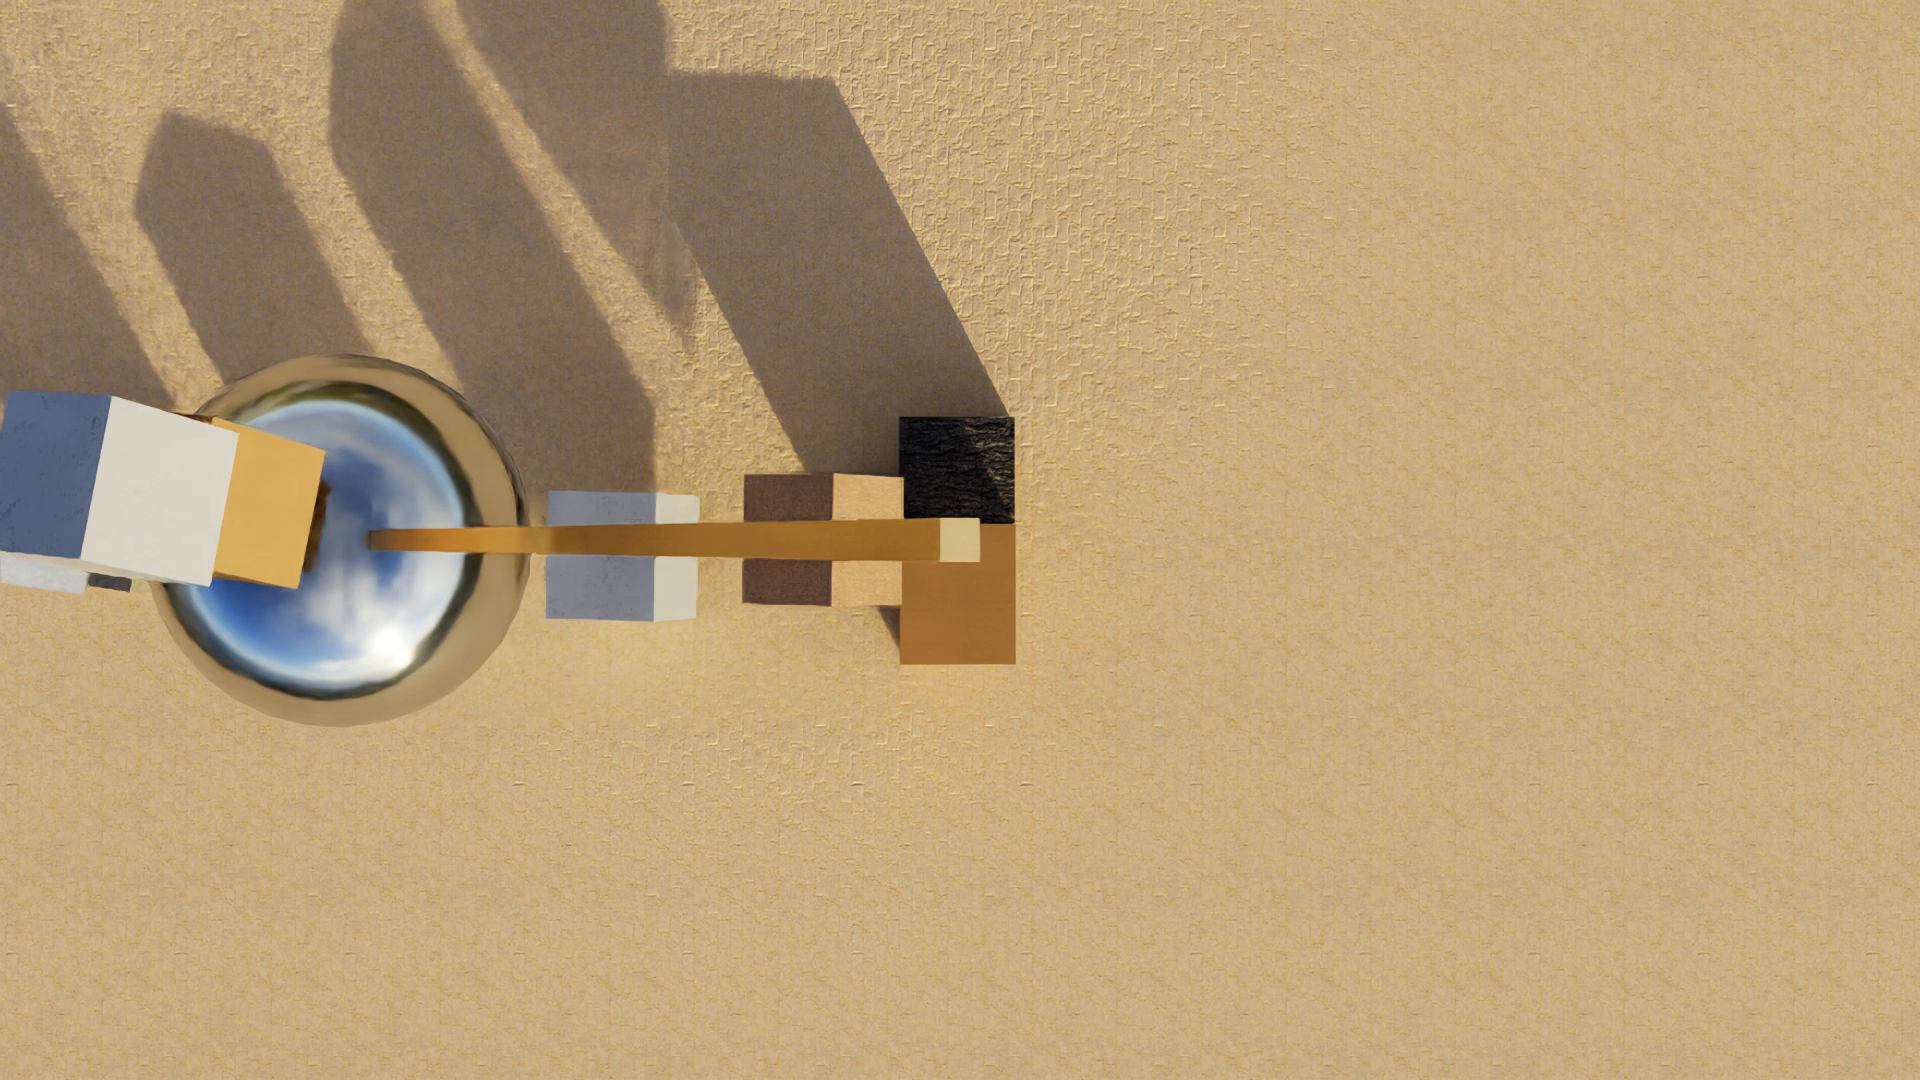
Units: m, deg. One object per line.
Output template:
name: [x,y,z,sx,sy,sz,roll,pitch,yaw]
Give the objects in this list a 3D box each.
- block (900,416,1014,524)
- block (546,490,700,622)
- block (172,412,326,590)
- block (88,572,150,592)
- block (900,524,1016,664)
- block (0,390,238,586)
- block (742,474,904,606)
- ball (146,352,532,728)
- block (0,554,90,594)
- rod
block: [-0.016,-0.399,12.738,0.656,0.525,0.600,0,90,0]
block: [-1.922,0.090,12.581,0.638,0.720,0.714,1,90,12]
block: [-2.884,-0.157,8.305,0.626,0.579,0.542,6,83,28]
block: [-4.798,-0.059,12.612,0.618,0.663,0.636,9,90,12]
block: [-0.013,0.304,12.654,0.650,0.691,0.788,0,90,0]
block: [-2.970,-0.177,7.692,0.510,0.574,0.558,5,82,28]
block: [-0.758,0.001,12.212,0.631,0.627,0.711,0,89,36]
ball: [-2.639,0.000,9.390,1.600,1.600,1.600,0,90,0]
block: [-4.189,-0.130,9.822,0.641,0.630,0.611,10,89,-20]
rod: [-1.143,0.000,6.336,0.080,5.200,0.080,0,90,-26]
